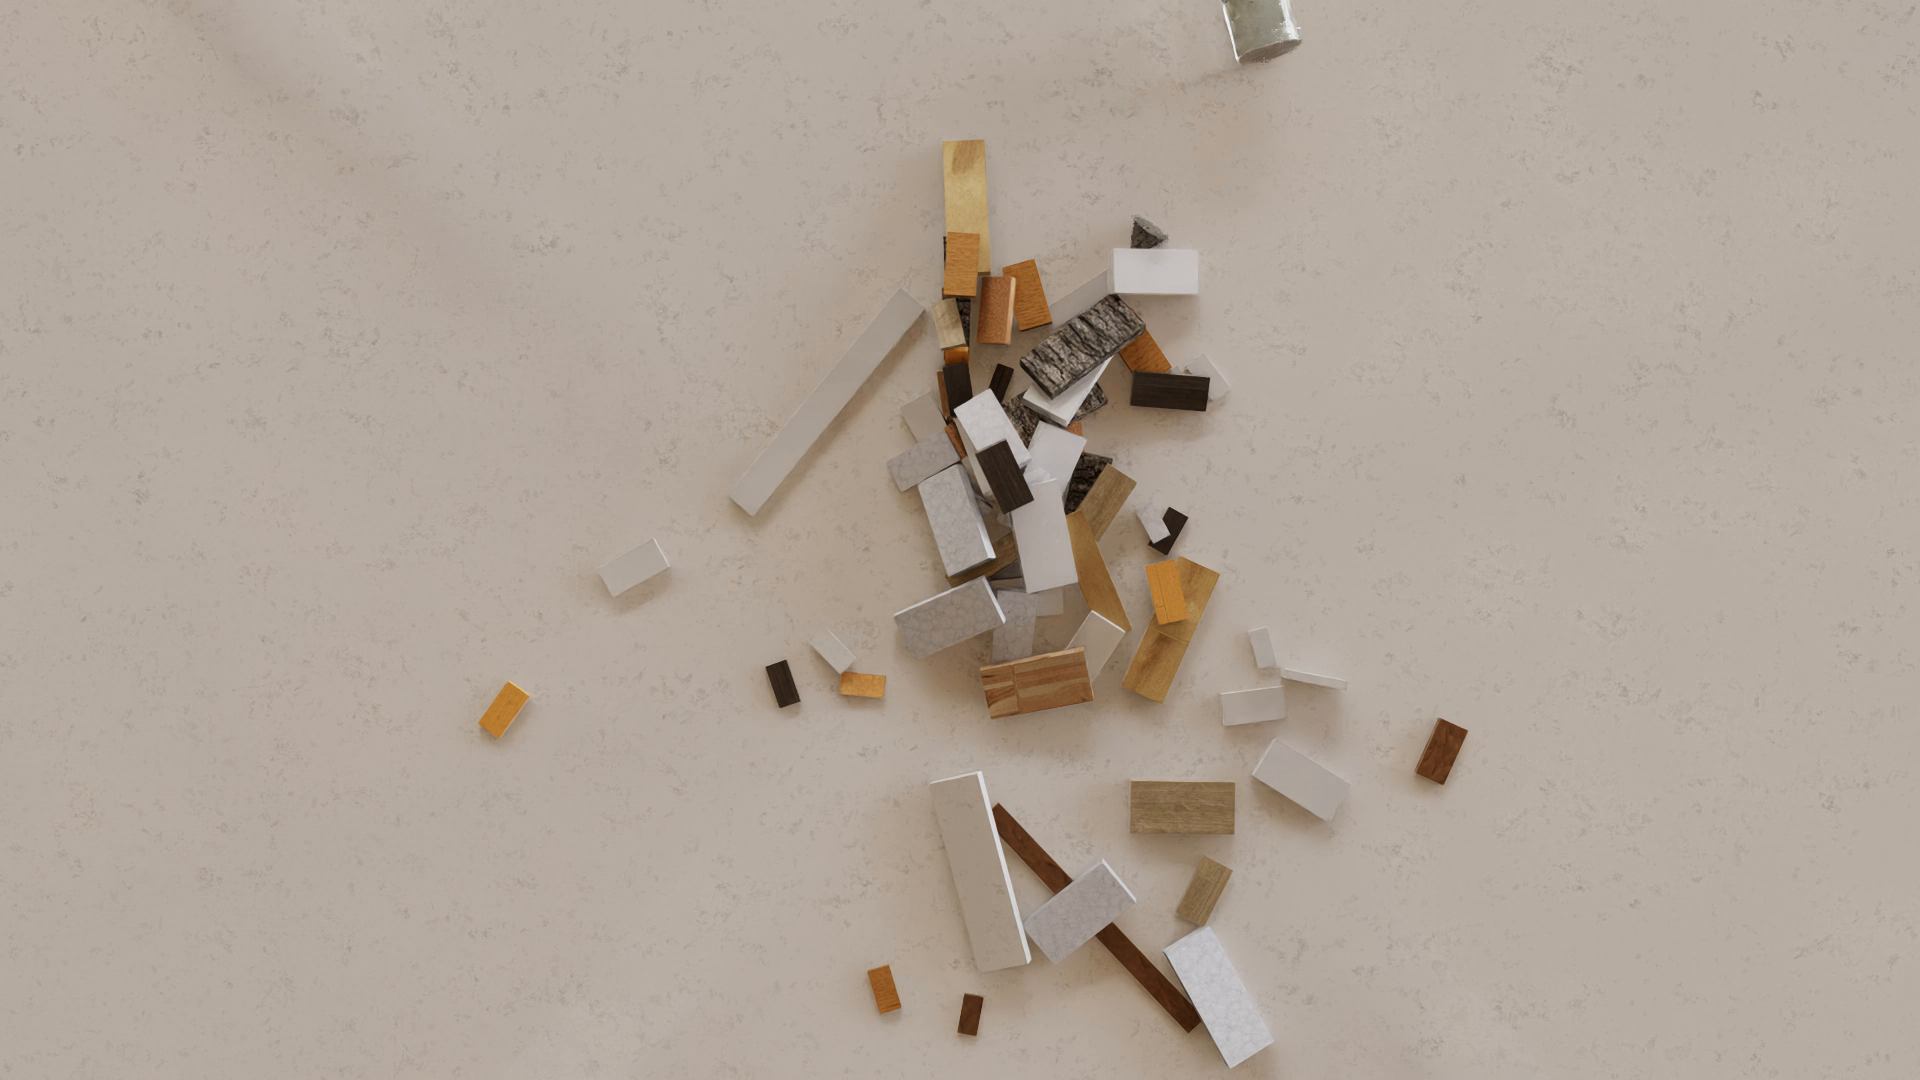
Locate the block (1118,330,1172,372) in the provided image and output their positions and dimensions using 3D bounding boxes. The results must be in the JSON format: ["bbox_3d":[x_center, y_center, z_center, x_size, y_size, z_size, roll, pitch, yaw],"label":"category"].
[{"bbox_3d":[0.588,-0.638,5.483,0.118,0.033,0.236,-34,90,0],"label":"block"}]

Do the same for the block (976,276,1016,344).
[{"bbox_3d":[0.120,-0.760,5.459,0.110,0.031,0.220,5,90,30],"label":"block"}]

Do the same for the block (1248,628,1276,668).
[{"bbox_3d":[1.006,0.359,5.491,0.063,0.018,0.127,-15,90,0],"label":"block"}]

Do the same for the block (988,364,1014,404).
[{"bbox_3d":[0.120,-0.490,5.492,0.059,0.017,0.190,21,90,0],"label":"block"}]

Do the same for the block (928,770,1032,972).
[{"bbox_3d":[0.066,1.097,5.452,0.173,0.049,0.646,-15,90,17],"label":"block"}]

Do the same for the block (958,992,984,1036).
[{"bbox_3d":[0.035,1.579,5.491,0.065,0.018,0.131,11,90,0],"label":"block"}]

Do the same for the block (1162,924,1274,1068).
[{"bbox_3d":[0.855,1.510,5.465,0.172,0.049,0.437,-29,90,-7],"label":"block"}]

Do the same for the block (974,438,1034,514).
[{"bbox_3d":[0.142,-0.204,5.276,0.110,0.031,0.220,-26,106,1],"label":"block"}]

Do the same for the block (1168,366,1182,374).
[{"bbox_3d":[0.685,-0.519,5.491,0.127,0.018,0.063,-32,90,0],"label":"block"}]

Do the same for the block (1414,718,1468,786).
[{"bbox_3d":[1.600,0.703,5.486,0.100,0.028,0.200,24,90,0],"label":"block"}]

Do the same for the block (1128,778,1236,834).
[{"bbox_3d":[0.736,0.885,5.476,0.345,0.049,0.172,1,90,0],"label":"block"}]

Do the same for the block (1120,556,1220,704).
[{"bbox_3d":[0.699,0.298,5.479,0.146,0.041,0.472,24,90,0],"label":"block"}]

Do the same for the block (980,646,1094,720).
[{"bbox_3d":[0.254,0.473,5.439,0.346,0.049,0.173,-11,101,7],"label":"block"}]

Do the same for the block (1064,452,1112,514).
[{"bbox_3d":[0.422,-0.168,5.466,0.118,0.033,0.236,12,99,0],"label":"block"}]

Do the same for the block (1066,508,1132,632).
[{"bbox_3d":[0.438,0.118,5.446,0.106,0.030,0.439,-22,99,7],"label":"block"}]

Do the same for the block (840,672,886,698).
[{"bbox_3d":[-0.323,0.482,5.490,0.147,0.021,0.073,5,90,0],"label":"block"}]

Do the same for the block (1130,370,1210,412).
[{"bbox_3d":[0.694,-0.494,5.456,0.252,0.033,0.115,4,106,-3],"label":"block"}]

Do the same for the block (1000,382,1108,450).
[{"bbox_3d":[0.304,-0.444,5.444,0.330,0.047,0.165,-30,78,-6],"label":"block"}]

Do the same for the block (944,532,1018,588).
[{"bbox_3d":[0.087,0.079,5.432,0.276,0.024,0.086,-34,81,5],"label":"block"}]

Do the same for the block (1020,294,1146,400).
[{"bbox_3d":[0.402,-0.638,5.394,0.399,0.047,0.165,-37,70,-12],"label":"block"}]

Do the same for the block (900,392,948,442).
[{"bbox_3d":[-0.095,-0.363,5.472,0.115,0.033,0.230,-28,90,12],"label":"block"}]

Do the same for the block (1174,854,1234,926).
[{"bbox_3d":[0.811,1.166,5.485,0.106,0.030,0.212,28,90,0],"label":"block"}]

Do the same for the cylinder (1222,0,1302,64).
[{"bbox_3d":[0.984,-1.700,5.393,0.215,0.215,0.215,-15,90,0],"label":"cylinder"}]

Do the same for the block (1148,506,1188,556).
[{"bbox_3d":[0.692,-0.029,5.490,0.073,0.021,0.147,29,90,0],"label":"block"}]

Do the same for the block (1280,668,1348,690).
[{"bbox_3d":[1.170,0.459,5.450,0.200,0.100,0.028,11,90,0],"label":"block"}]

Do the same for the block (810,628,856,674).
[{"bbox_3d":[-0.422,0.368,5.479,0.073,0.021,0.147,-45,82,0],"label":"block"}]

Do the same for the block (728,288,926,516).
[{"bbox_3d":[-0.443,-0.458,5.485,0.106,0.030,0.897,40,90,0],"label":"block"}]

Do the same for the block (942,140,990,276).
[{"bbox_3d":[0.021,-1.095,5.439,0.140,0.040,0.458,-2,80,-1],"label":"block"}]

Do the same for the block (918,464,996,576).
[{"bbox_3d":[-0.013,-0.064,5.406,0.165,0.047,0.330,-26,76,29],"label":"block"}]

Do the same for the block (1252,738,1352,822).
[{"bbox_3d":[1.133,0.796,5.479,0.292,0.041,0.146,32,90,0],"label":"block"}]

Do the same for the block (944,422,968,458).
[{"bbox_3d":[-0.003,-0.332,5.440,0.017,0.059,0.118,-28,96,35],"label":"block"}]

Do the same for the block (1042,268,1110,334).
[{"bbox_3d":[0.415,-0.808,5.490,0.339,0.021,0.073,-33,90,0],"label":"block"}]

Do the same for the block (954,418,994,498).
[{"bbox_3d":[0.095,-0.295,5.383,0.140,0.040,0.279,-22,72,5],"label":"block"}]

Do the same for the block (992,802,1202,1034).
[{"bbox_3d":[0.444,1.256,5.490,0.073,0.021,0.990,-44,90,0],"label":"block"}]

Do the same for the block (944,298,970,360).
[{"bbox_3d":[-0.007,-0.764,5.442,0.083,0.024,0.342,2,90,0],"label":"block"}]

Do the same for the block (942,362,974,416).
[{"bbox_3d":[-0.004,-0.495,5.406,0.083,0.024,0.167,-11,108,-4],"label":"block"}]

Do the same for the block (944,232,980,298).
[{"bbox_3d":[0.006,-0.894,5.367,0.106,0.030,0.212,3,80,0],"label":"block"}]

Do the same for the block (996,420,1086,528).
[{"bbox_3d":[0.268,-0.197,5.414,0.165,0.047,0.358,19,100,-26],"label":"block"}]
